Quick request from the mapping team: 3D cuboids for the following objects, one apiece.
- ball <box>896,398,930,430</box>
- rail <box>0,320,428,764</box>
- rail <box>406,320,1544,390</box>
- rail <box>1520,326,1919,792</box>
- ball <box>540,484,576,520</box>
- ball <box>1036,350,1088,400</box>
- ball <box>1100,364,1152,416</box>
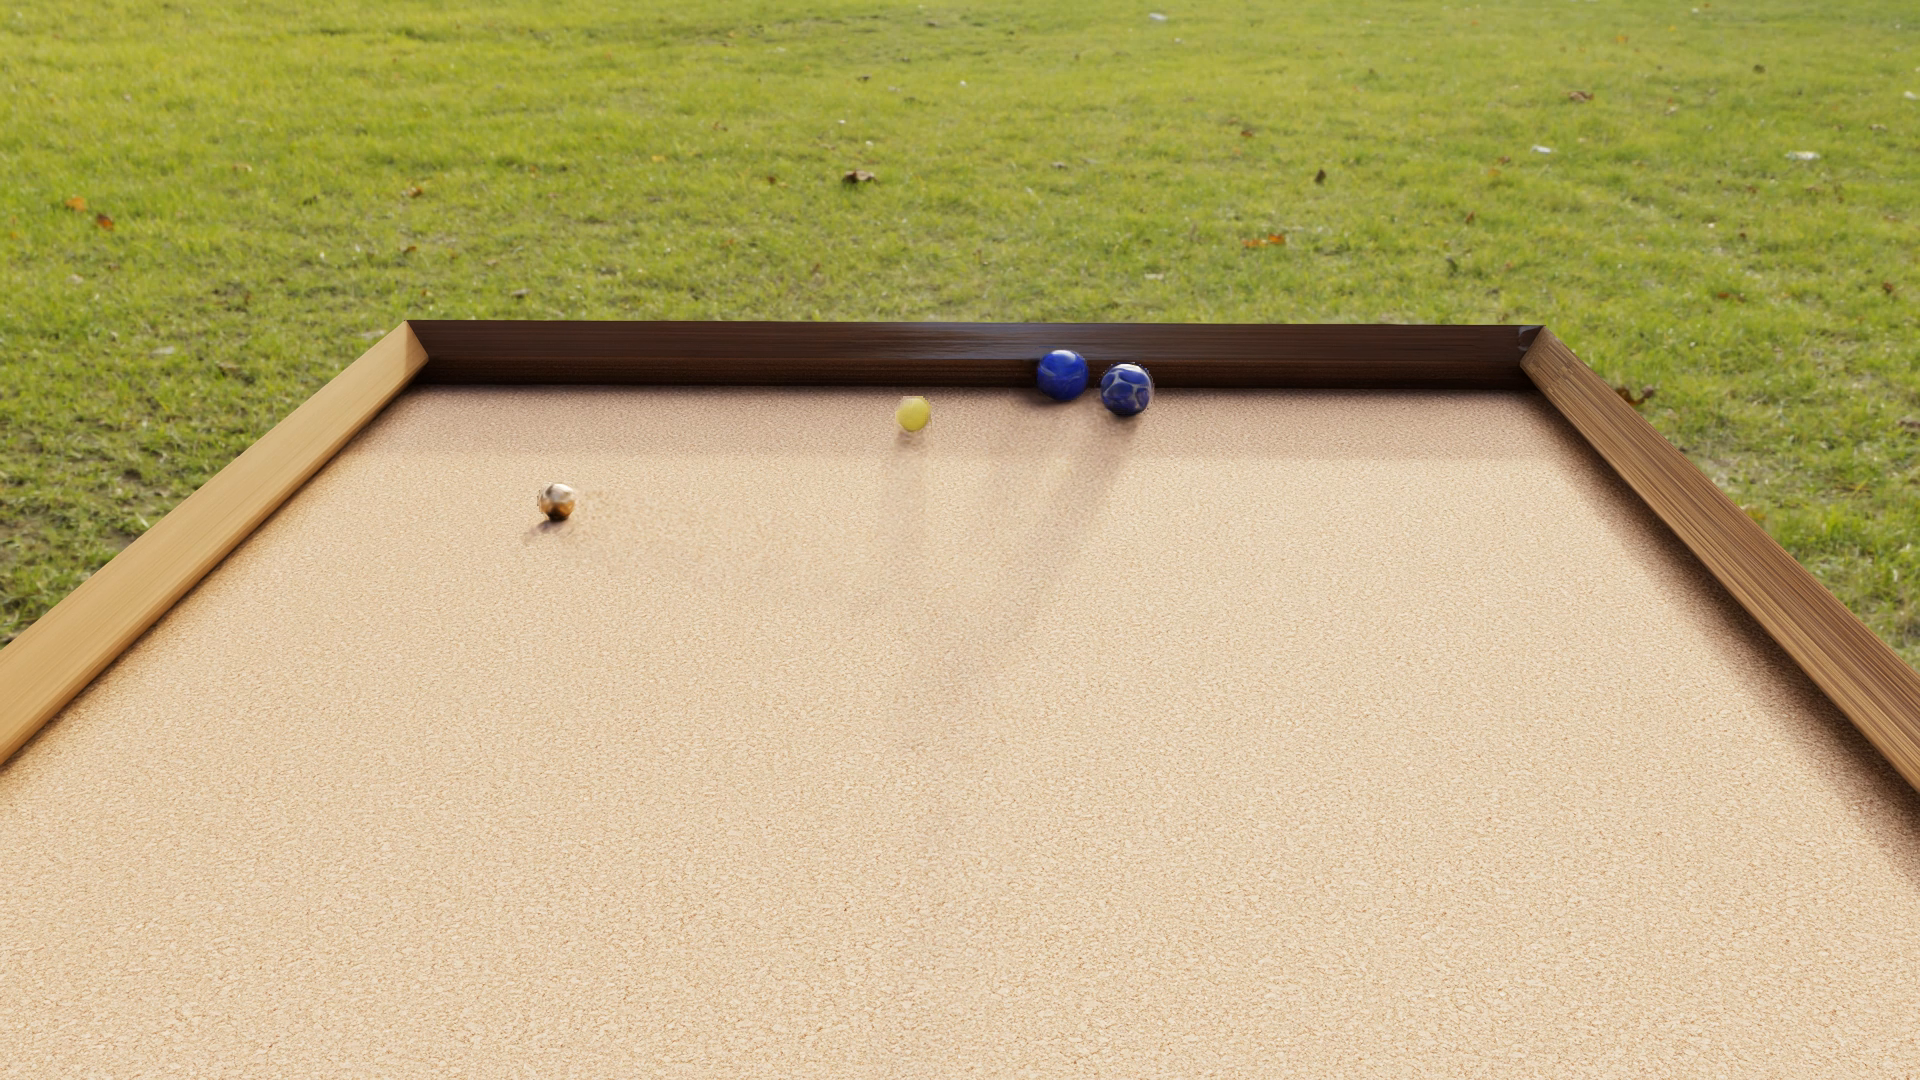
[{"bbox_3d":[-0.069,-0.186,3.239,0.048,0.048,0.048,0,18,0],"label":"ball"},{"bbox_3d":[-0.893,0.243,1.824,0.045,0.103,3.520,0,18,1],"label":"rail"},{"bbox_3d":[0.018,-0.286,3.457,1.797,0.103,0.045,0,18,1],"label":"rail"},{"bbox_3d":[0.856,0.255,1.788,0.045,0.103,3.520,0,18,1],"label":"rail"},{"bbox_3d":[-0.516,-0.049,2.822,0.046,0.046,0.046,0,18,0],"label":"ball"},{"bbox_3d":[0.157,-0.255,3.401,0.079,0.079,0.079,0,18,0],"label":"ball"},{"bbox_3d":[0.250,-0.225,3.310,0.079,0.079,0.079,0,18,0],"label":"ball"}]
